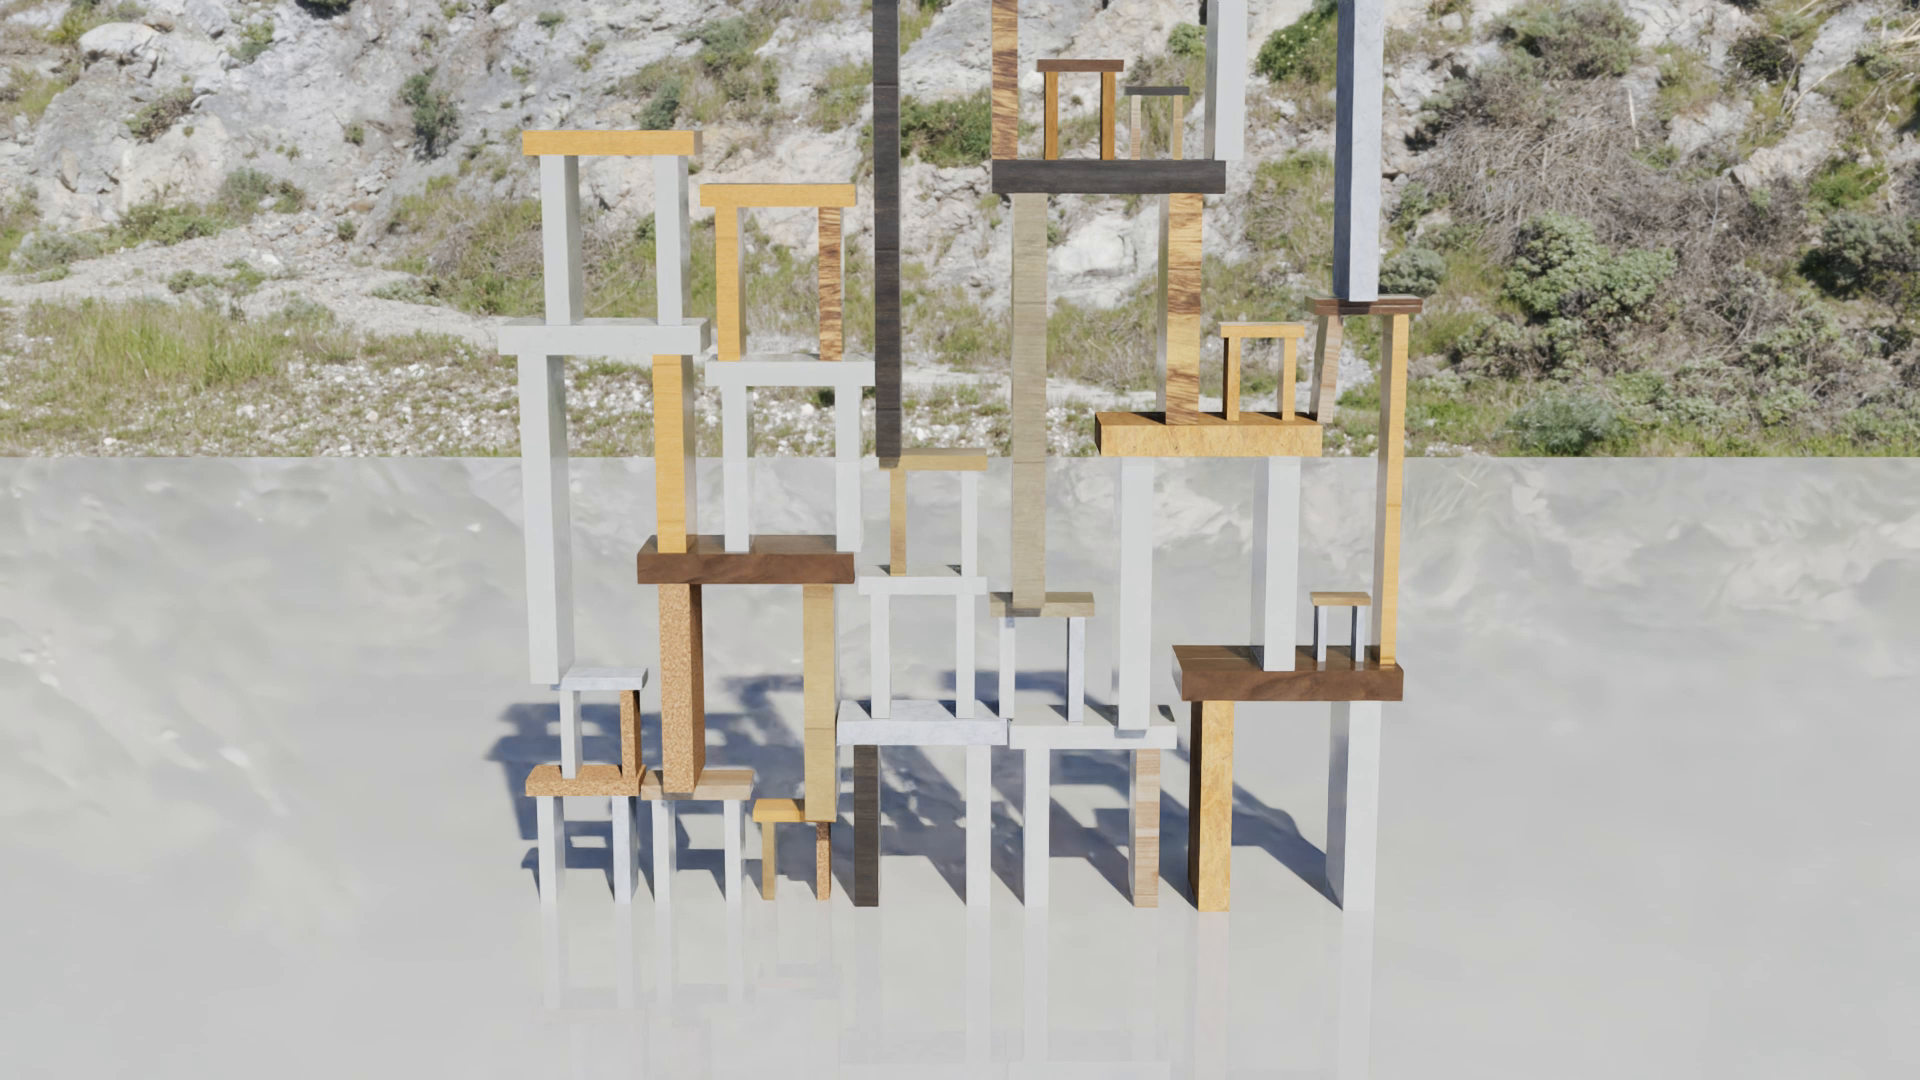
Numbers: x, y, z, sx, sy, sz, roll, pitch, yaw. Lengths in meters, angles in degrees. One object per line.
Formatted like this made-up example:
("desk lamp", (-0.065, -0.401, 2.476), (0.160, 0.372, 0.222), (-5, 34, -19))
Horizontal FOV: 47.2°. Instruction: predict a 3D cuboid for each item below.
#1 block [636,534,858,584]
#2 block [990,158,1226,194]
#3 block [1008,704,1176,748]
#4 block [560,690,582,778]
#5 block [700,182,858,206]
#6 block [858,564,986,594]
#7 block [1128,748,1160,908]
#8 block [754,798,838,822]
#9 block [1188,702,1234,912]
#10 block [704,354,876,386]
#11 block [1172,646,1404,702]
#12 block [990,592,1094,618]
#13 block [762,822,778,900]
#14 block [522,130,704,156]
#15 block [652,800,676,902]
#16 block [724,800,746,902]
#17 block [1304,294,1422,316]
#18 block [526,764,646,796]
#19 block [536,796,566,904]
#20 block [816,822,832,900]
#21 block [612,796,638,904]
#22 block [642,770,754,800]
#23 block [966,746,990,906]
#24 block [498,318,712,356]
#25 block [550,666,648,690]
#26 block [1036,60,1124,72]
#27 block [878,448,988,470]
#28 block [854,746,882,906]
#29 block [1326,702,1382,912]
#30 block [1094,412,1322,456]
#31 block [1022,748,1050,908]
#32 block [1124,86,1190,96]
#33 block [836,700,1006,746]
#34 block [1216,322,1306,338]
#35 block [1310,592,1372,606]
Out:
("block", (-0.340, 0.031, 3.567), (0.343, 0.049, 0.171), (0, 11, 0))
("block", (0.228, -0.573, 3.458), (0.358, 0.051, 0.179), (0, 11, 0))
("block", (0.215, 0.307, 3.617), (0.269, 0.038, 0.135), (0, 11, 0))
("block", (-0.639, 0.311, 3.618), (0.021, 0.148, 0.074), (0, 11, 0))
("block", (-0.283, -0.543, 3.461), (0.239, 0.034, 0.120), (0, 11, 0))
("block", (-0.060, 0.064, 3.576), (0.206, 0.029, 0.103), (0, 11, 0))
("block", (0.305, 0.458, 3.645), (0.038, 0.269, 0.135), (0, 11, 0))
("block", (-0.272, 0.448, 3.643), (0.135, 0.019, 0.068), (0, 11, 0))
("block", (0.414, 0.416, 3.639), (0.050, 0.354, 0.177), (0, 11, 0))
("block", (-0.266, -0.272, 3.506), (0.266, 0.038, 0.133), (0, 11, 0))
("block", (0.532, 0.217, 3.602), (0.354, 0.050, 0.177), (0, 11, 0))
("block", (0.133, 0.105, 3.578), (0.168, 0.024, 0.084), (0, 11, 0))
("block", (-0.316, 0.523, 3.658), (0.019, 0.135, 0.067), (0, 11, 0))
("block", (-0.540, -0.622, 3.441), (0.262, 0.037, 0.131), (0, 11, 0))
("block", (-0.491, 0.503, 3.652), (0.025, 0.176, 0.088), (0, 11, 0))
("block", (-0.373, 0.503, 3.652), (0.025, 0.176, 0.088), (0, 11, 0))
("block", (0.640, -0.374, 3.490), (0.169, 0.024, 0.085), (-1, 11, -2))
("block", (-0.617, 0.397, 3.632), (0.184, 0.026, 0.092), (0, 11, 0))
("block", (-0.678, 0.500, 3.651), (0.026, 0.184, 0.092), (0, 11, 0))
("block", (-0.226, 0.523, 3.658), (0.019, 0.135, 0.067), (0, 11, 0))
("block", (-0.556, 0.500, 3.652), (0.026, 0.184, 0.092), (0, 11, 0))
("block", (-0.432, 0.405, 3.633), (0.176, 0.025, 0.088), (0, 11, 0))
("block", (0.030, 0.454, 3.649), (0.039, 0.275, 0.137), (0, 11, 0))
("block", (-0.562, -0.325, 3.500), (0.315, 0.045, 0.157), (0, 11, 0))
("block", (-0.590, 0.227, 3.602), (0.148, 0.021, 0.074), (0, 11, 0))
("block", (0.186, -0.737, 3.418), (0.133, 0.019, 0.067), (0, 11, 0))
("block", (-0.043, -0.130, 3.534), (0.172, 0.024, 0.086), (0, 11, 0))
("block", (-0.153, 0.454, 3.649), (0.039, 0.275, 0.137), (0, 11, 0))
("block", (0.650, 0.416, 3.639), (0.050, 0.354, 0.177), (0, 11, 0))
("block", (0.394, -0.170, 3.525), (0.346, 0.049, 0.173), (0, 11, 0))
("block", (0.126, 0.458, 3.645), (0.038, 0.269, 0.135), (0, 11, 0))
("block", (0.307, -0.701, 3.432), (0.098, 0.014, 0.049), (0, 11, 0))
("block", (-0.061, 0.300, 3.620), (0.275, 0.039, 0.137), (0, 11, 0))
("block", (0.478, -0.335, 3.502), (0.132, 0.019, 0.066), (0, 11, 0))
("block", (0.618, 0.095, 3.576), (0.093, 0.013, 0.046), (0, 11, 0))
